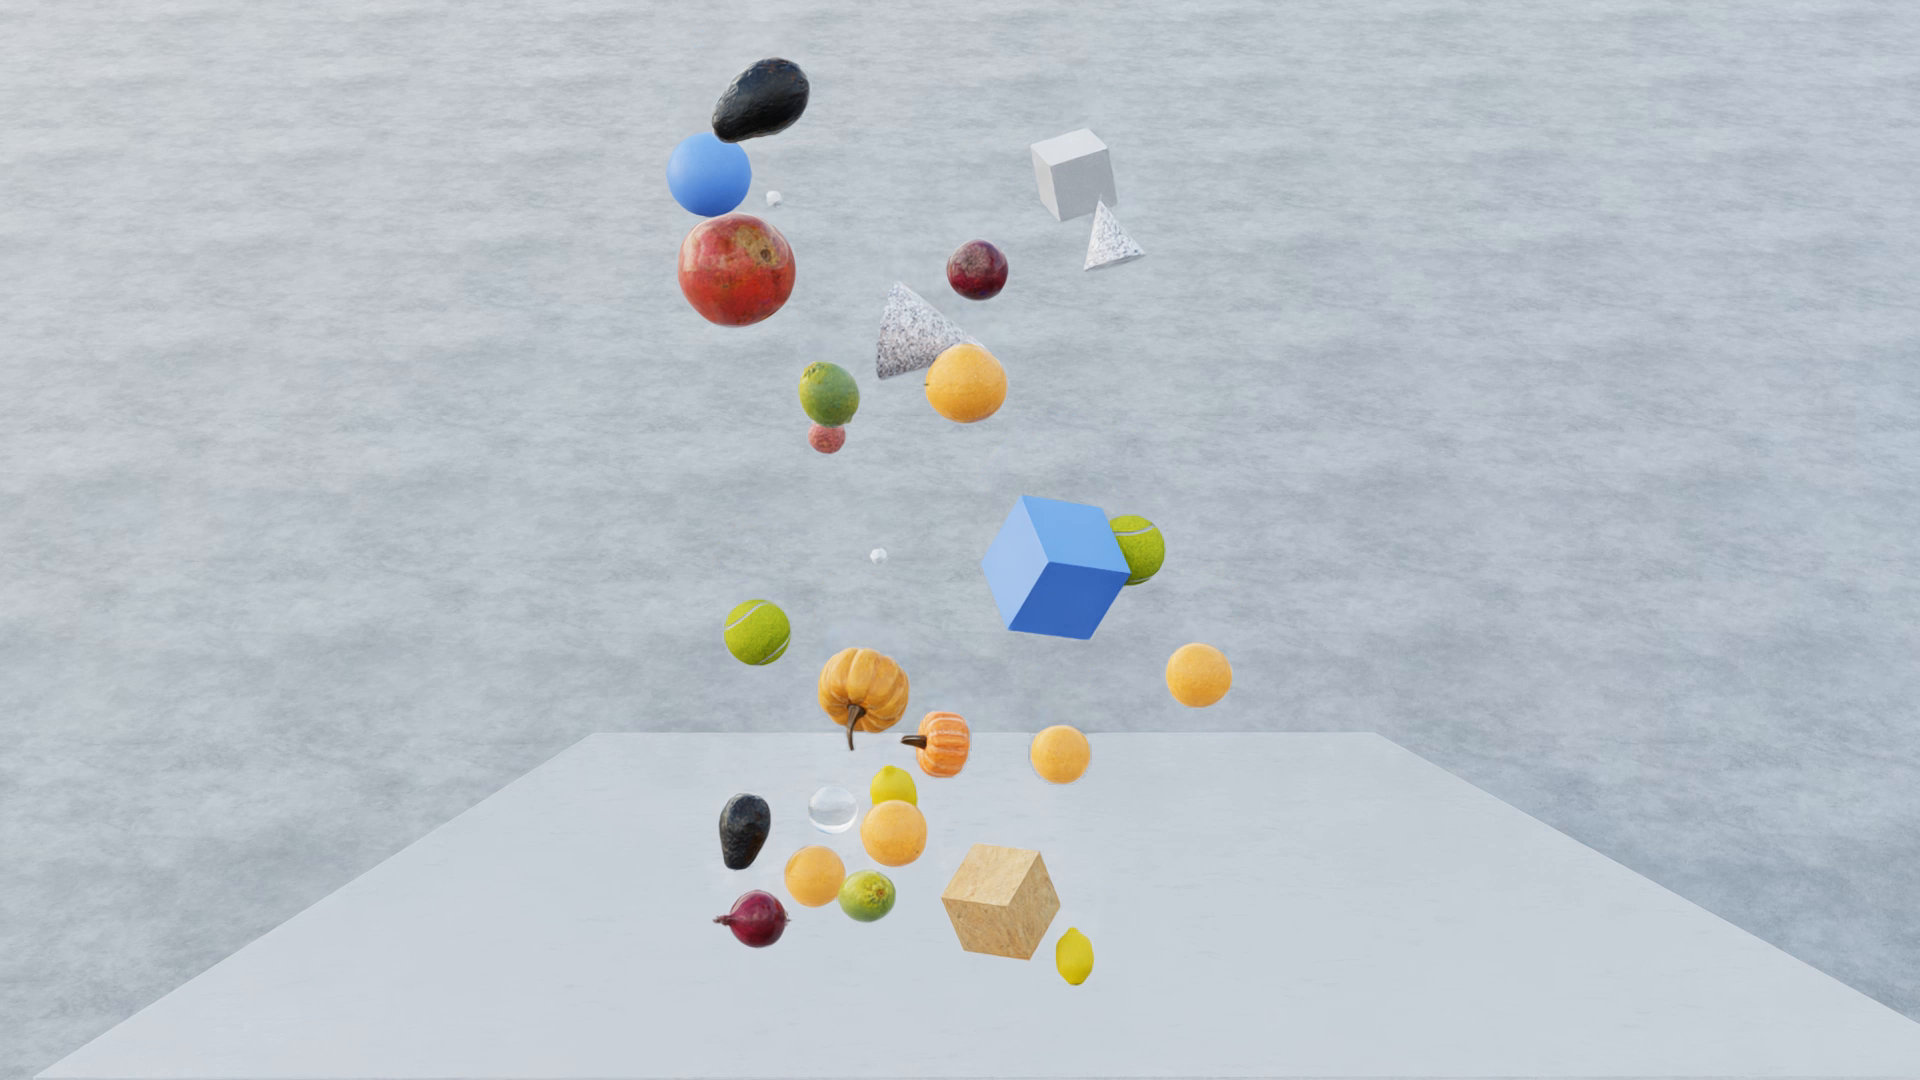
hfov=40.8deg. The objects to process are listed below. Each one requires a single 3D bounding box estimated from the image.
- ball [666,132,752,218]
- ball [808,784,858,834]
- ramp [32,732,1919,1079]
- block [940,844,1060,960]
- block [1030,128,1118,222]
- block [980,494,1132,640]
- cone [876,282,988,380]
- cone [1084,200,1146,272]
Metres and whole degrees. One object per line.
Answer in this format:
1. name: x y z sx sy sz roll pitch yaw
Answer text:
1. ball: -0.234 -0.341 2.412 0.079 0.079 0.079 0 28 0
2. ball: -0.148 0.314 3.013 0.058 0.058 0.058 0 28 0
3. ramp: 0.063 0.567 4.607 2.000 0.100 4.000 0 1 0
4. block: 0.043 0.373 2.667 0.079 0.079 0.079 3 40 32
5. block: 0.105 -0.335 2.371 0.057 0.057 0.057 -18 32 -9
6. block: 0.092 0.027 2.498 0.092 0.092 0.092 8 40 -28
7. cone: -0.019 -0.188 2.430 0.096 0.096 0.096 12 30 10
8. cone: 0.128 -0.268 2.239 0.057 0.057 0.057 -14 0 0
